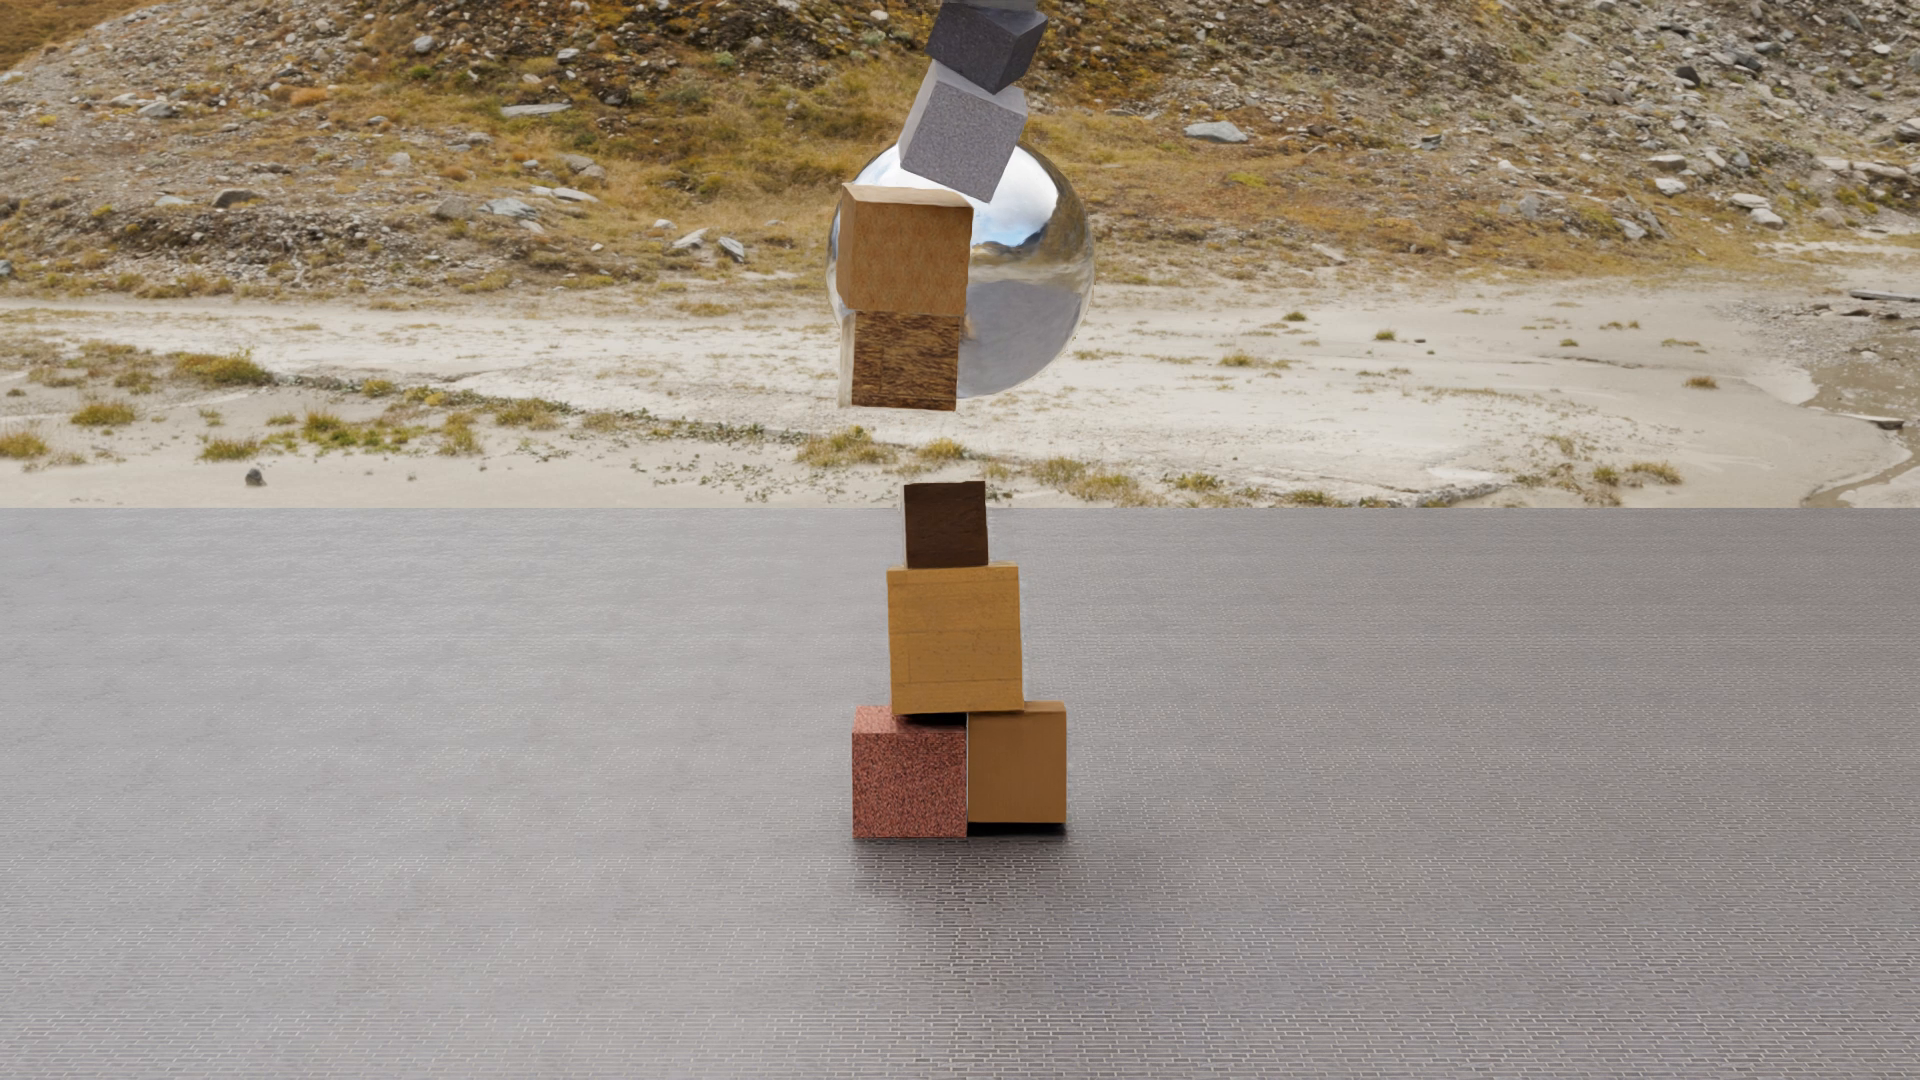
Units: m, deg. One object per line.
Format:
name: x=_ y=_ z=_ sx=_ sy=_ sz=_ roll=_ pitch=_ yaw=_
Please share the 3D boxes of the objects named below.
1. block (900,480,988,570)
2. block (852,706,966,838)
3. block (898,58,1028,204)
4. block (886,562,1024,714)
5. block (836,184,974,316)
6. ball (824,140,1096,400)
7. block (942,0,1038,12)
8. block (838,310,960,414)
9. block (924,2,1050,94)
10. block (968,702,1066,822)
block: x=-0.086 y=-0.080 z=11.468 sx=0.418 sy=0.435 sz=0.413 roll=-2 pitch=1 yaw=-4
block: x=-0.256 y=1.199 z=11.423 sx=0.580 sy=0.555 sz=0.547 roll=0 pitch=11 yaw=0
block: x=0.011 y=-2.000 z=10.680 sx=0.471 sy=0.466 sz=0.471 roll=20 pitch=25 yaw=-12
block: x=-0.024 y=0.500 z=11.498 sx=0.667 sy=0.729 sz=0.745 roll=-2 pitch=1 yaw=0
block: x=-0.290 y=-1.476 z=11.141 sx=0.588 sy=0.542 sz=0.557 roll=2 pitch=17 yaw=-11
ball: x=0.000 y=-1.634 z=12.991 sx=1.600 sy=1.600 sz=1.600 roll=0 pitch=10 yaw=0
block: x=0.090 y=-2.896 z=10.445 sx=0.561 sy=0.490 sz=0.541 roll=-2 pitch=45 yaw=-31
block: x=-0.318 y=-0.900 z=11.241 sx=0.527 sy=0.473 sz=0.564 roll=3 pitch=1 yaw=-10
block: x=0.129 y=-2.433 z=10.592 sx=0.409 sy=0.324 sz=0.360 roll=33 pitch=37 yaw=10
block: x=0.295 y=1.148 z=11.462 sx=0.502 sy=0.566 sz=0.529 roll=0 pitch=1 yaw=1
